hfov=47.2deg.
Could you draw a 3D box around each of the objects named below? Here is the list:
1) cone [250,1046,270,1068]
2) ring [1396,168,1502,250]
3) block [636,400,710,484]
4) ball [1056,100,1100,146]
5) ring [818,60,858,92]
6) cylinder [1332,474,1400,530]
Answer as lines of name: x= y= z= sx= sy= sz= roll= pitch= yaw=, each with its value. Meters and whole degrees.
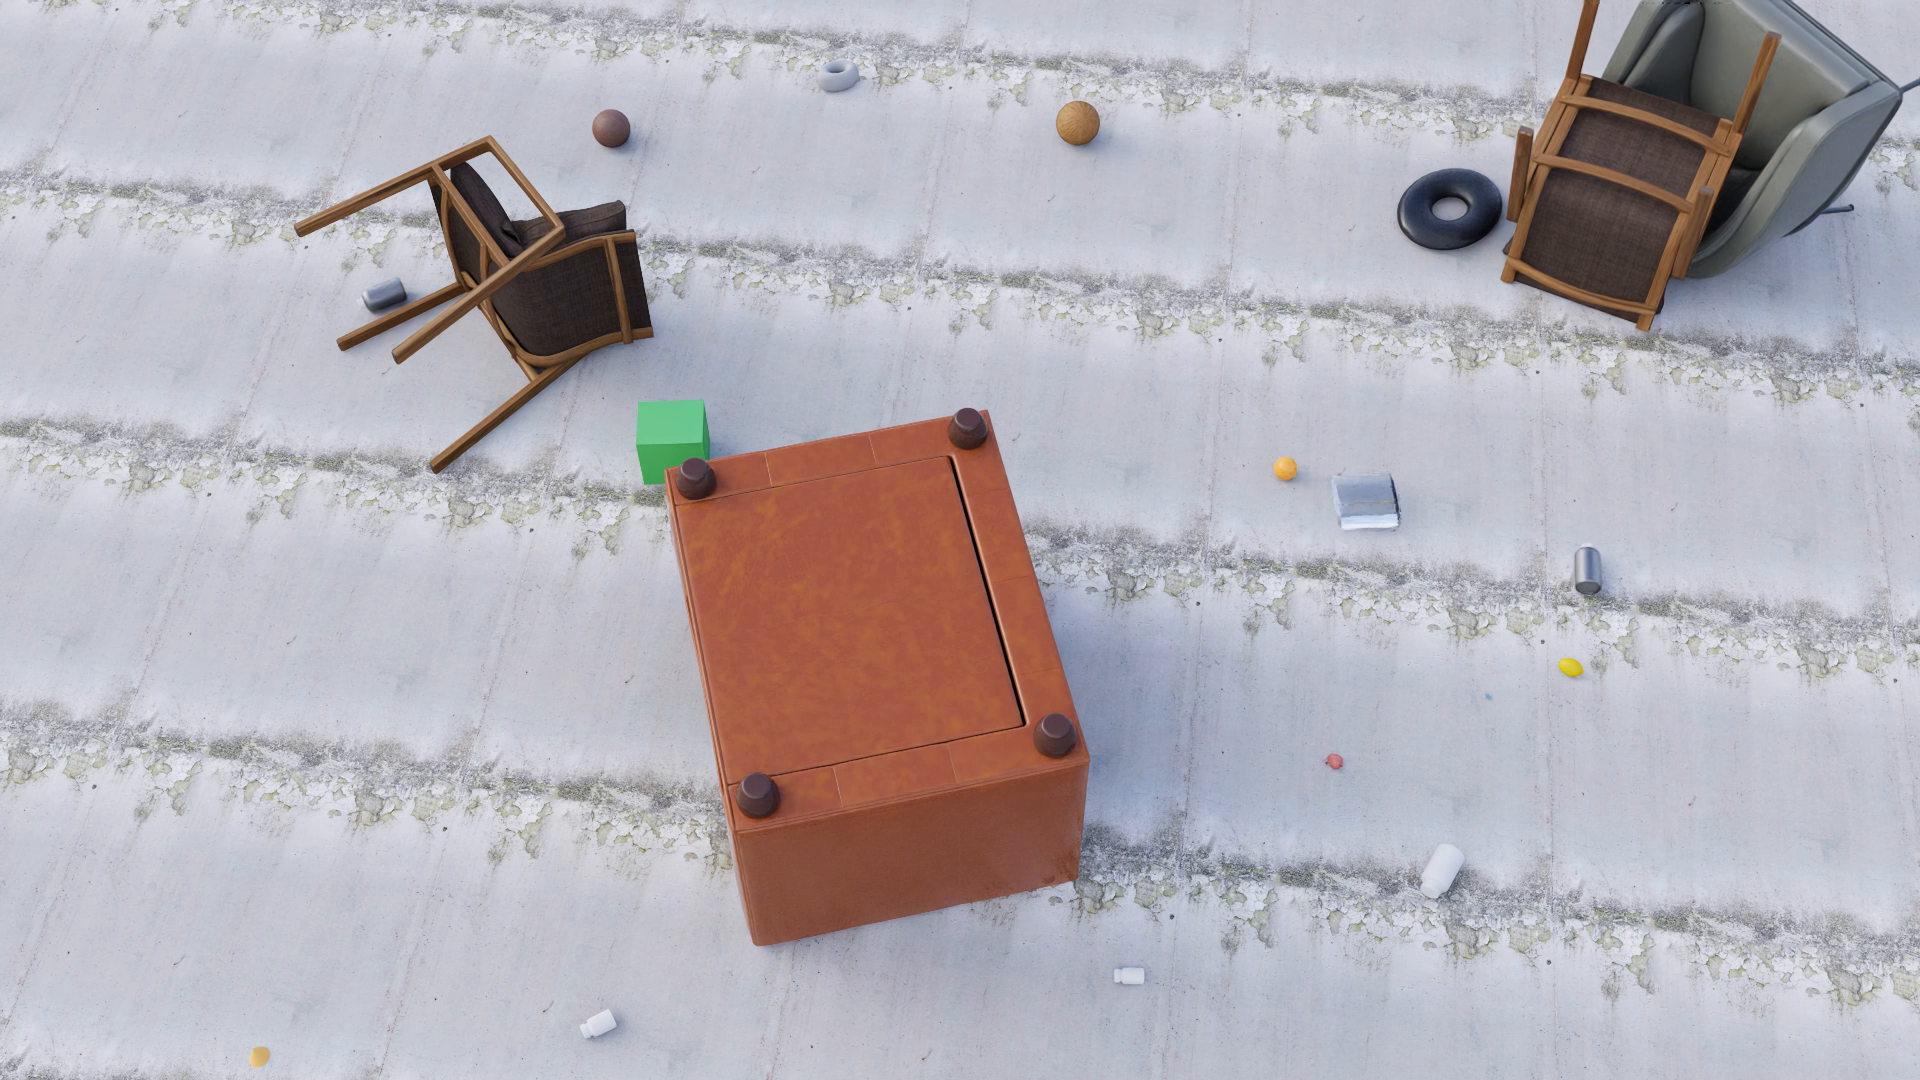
cone: x=-1.809 y=1.318 z=5.652 sx=0.051 sy=0.062 sz=0.057 roll=15 pitch=57 yaw=10
ring: x=1.619 y=-1.095 z=7.270 sx=0.389 sy=0.066 sz=0.314 roll=-38 pitch=63 yaw=-22
block: x=-0.866 y=-0.295 z=6.649 sx=0.197 sy=0.204 sz=0.160 roll=-2 pitch=56 yaw=-1
ball: x=0.399 y=-1.409 z=7.429 sx=0.150 sy=0.150 sz=0.150 roll=0 pitch=56 yaw=0
ring: x=-0.422 y=-1.605 z=7.605 sx=0.150 sy=0.078 sz=0.094 roll=-16 pitch=55 yaw=-13
cylinder: x=1.219 y=-0.116 z=6.609 sx=0.176 sy=0.072 sz=0.192 roll=-3 pitch=56 yaw=-2
